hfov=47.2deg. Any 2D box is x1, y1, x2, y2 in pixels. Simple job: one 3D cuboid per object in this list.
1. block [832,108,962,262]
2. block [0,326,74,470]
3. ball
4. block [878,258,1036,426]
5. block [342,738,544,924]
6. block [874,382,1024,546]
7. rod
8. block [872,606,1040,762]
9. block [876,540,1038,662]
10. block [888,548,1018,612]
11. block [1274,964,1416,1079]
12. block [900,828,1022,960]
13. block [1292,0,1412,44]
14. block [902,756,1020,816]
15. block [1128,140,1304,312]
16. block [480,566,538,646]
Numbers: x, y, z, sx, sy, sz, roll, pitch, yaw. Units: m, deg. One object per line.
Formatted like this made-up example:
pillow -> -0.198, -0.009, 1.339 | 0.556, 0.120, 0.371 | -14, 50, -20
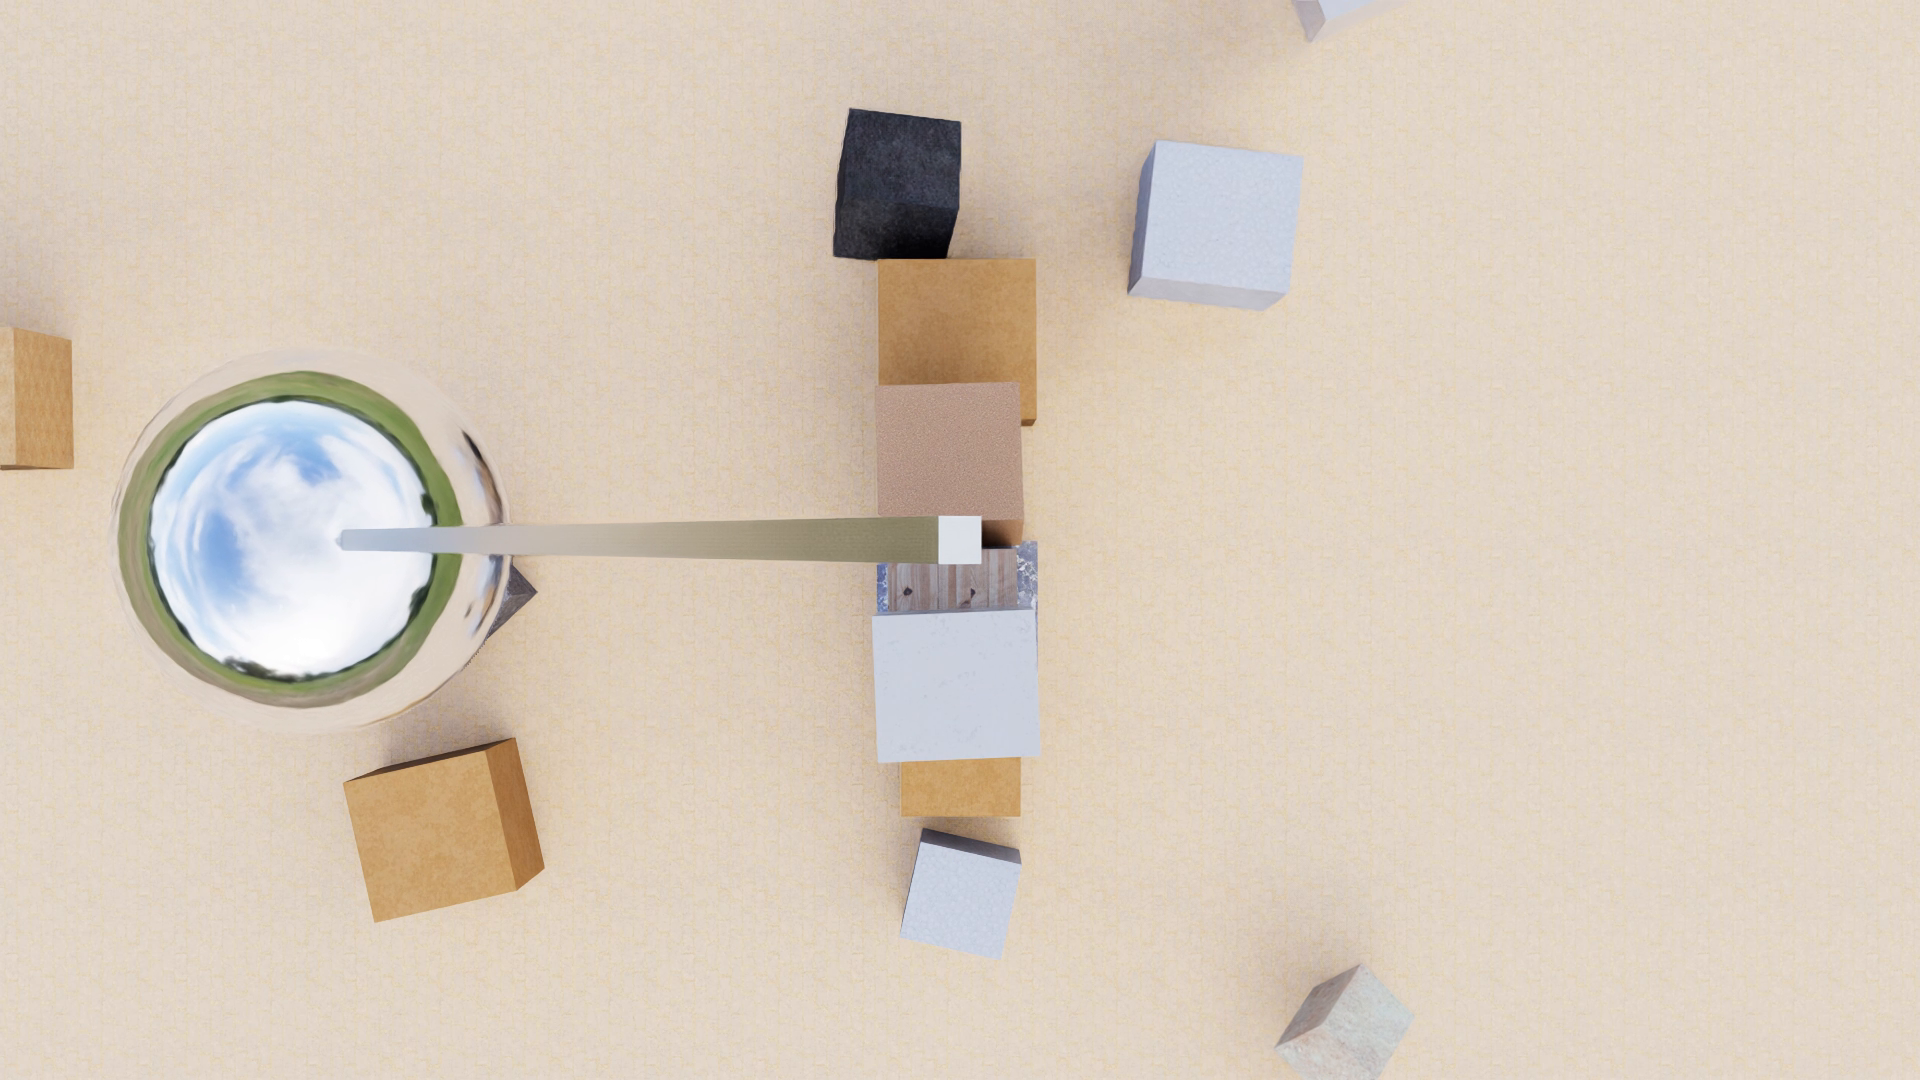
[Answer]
block -> -0.360, -2.001, 12.559 | 0.641, 0.593, 0.607 | 6, 62, -7
block -> -5.611, -0.795, 12.600 | 0.732, 0.800, 0.764 | -1, 90, 0
ball -> -2.658, 0.000, 9.060 | 1.600, 1.600, 1.600 | 0, 90, 0
block -> -0.014, -1.115, 12.604 | 0.878, 0.791, 0.889 | 0, 90, 0
block -> -2.934, 1.642, 12.583 | 0.808, 0.834, 0.796 | -13, 90, 0
block -> -0.054, -0.387, 11.769 | 0.754, 0.760, 0.731 | -2, 80, 0
rod -> -1.152, 0.000, 6.012 | 0.080, 5.200, 0.080 | 0, 90, -26
block -> -0.017, 0.710, 11.008 | 0.792, 0.652, 0.711 | -2, 90, 0
block -> -0.015, 0.459, 12.543 | 0.884, 0.915, 0.907 | 0, 90, 0
block -> -0.038, 0.406, 11.709 | 0.668, 0.752, 0.713 | -1, 90, 0
block -> 2.209, 2.832, 12.644 | 0.436, 0.493, 0.520 | 45, 51, 0
block -> 0.004, 2.034, 12.691 | 0.585, 0.617, 0.551 | 13, 90, 0
block -> 2.266, -3.426, 12.700 | 0.752, 0.600, 0.760 | -23, 90, 0
block -> 0.005, 1.241, 12.707 | 0.674, 0.587, 0.642 | 0, 90, 0
block -> 1.441, -1.776, 12.546 | 0.818, 0.891, 0.757 | 6, 90, -1
block -> -2.953, 0.281, 12.622 | 0.637, 0.756, 0.664 | -43, 90, 0
